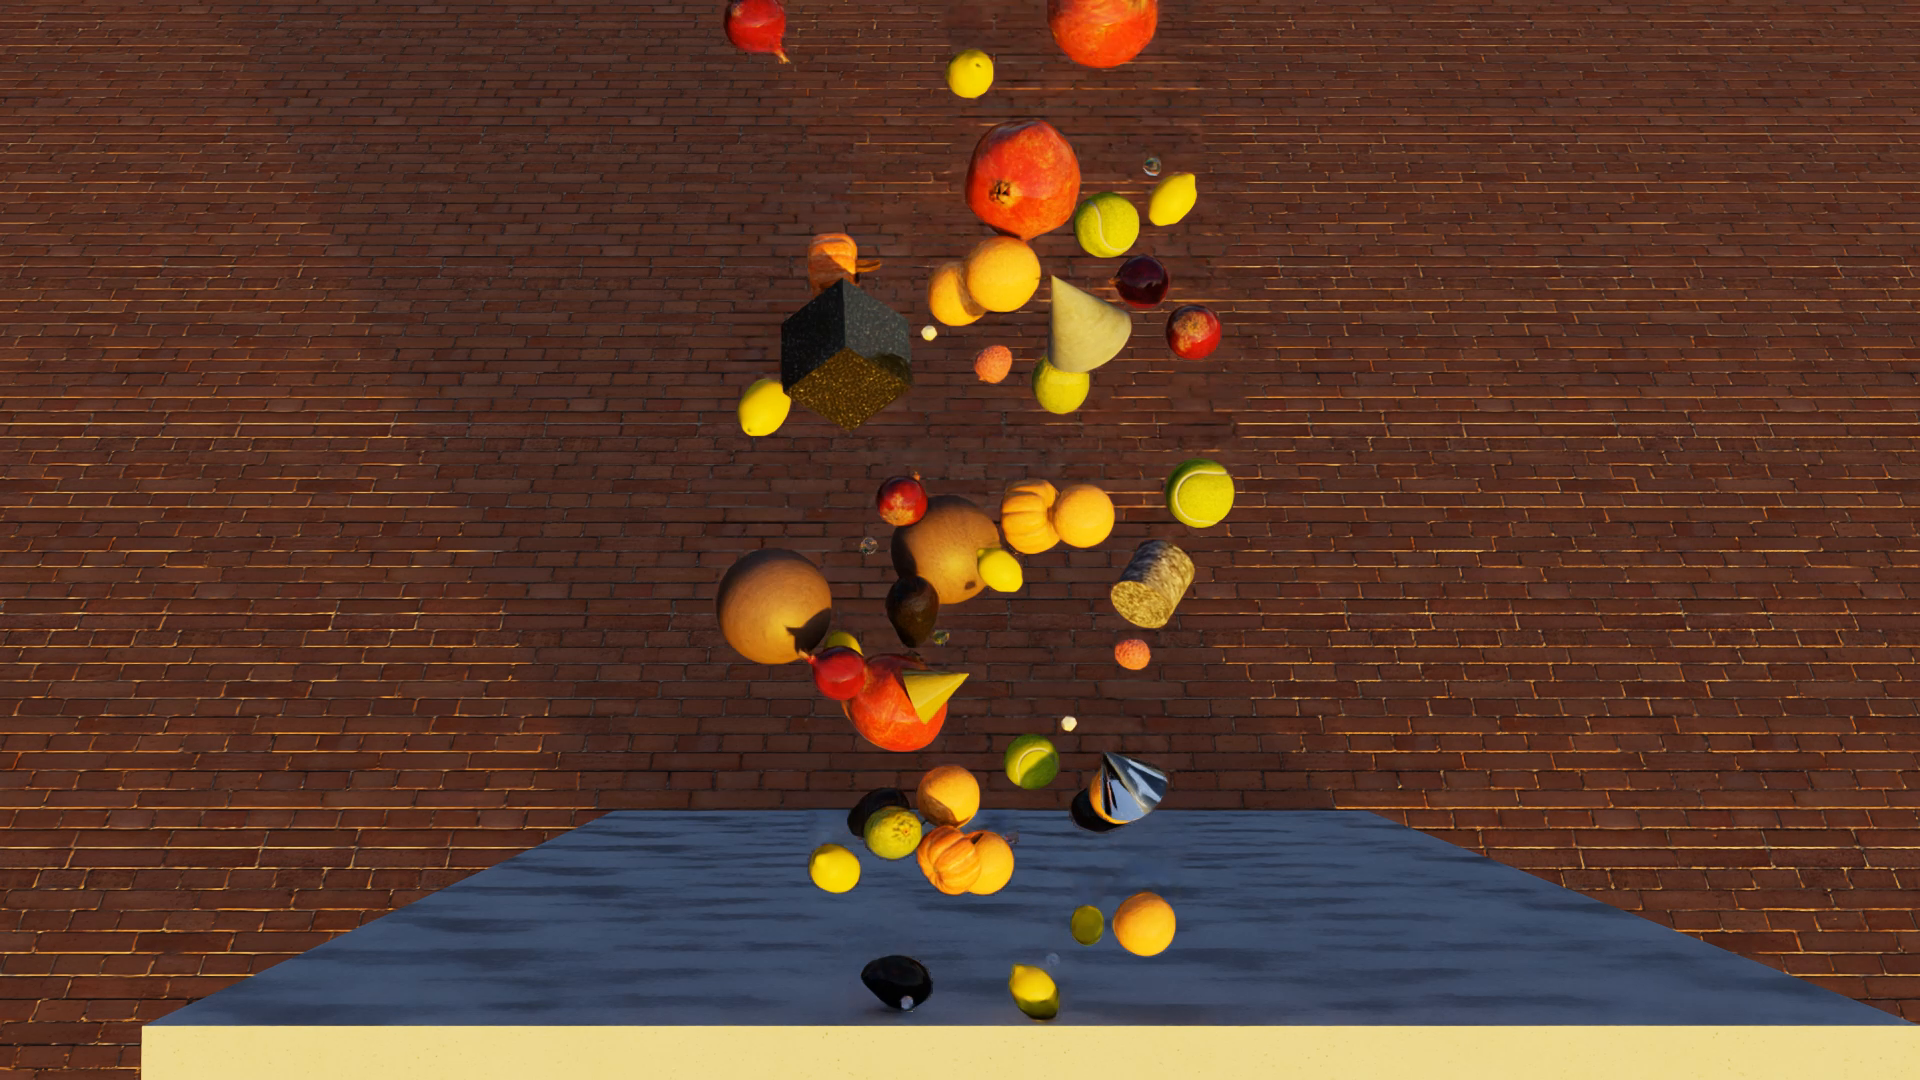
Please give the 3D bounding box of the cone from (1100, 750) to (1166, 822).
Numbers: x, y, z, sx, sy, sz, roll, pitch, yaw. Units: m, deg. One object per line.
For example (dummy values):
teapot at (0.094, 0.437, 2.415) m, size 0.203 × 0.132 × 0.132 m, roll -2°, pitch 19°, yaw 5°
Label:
cone at (0.177, 0.258, 2.916) m, size 0.082 × 0.082 × 0.082 m, roll -20°, pitch 43°, yaw 19°

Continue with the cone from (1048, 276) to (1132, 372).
cone at (0.105, -0.221, 2.469) m, size 0.088 × 0.088 × 0.088 m, roll -18°, pitch 43°, yaw 18°

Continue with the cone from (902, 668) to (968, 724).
cone at (-0.019, 0.157, 2.812) m, size 0.066 × 0.066 × 0.066 m, roll -22°, pitch 37°, yaw 6°

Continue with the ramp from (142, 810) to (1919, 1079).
ramp at (0.081, 0.683, 4.918) m, size 2.000 × 0.100 × 4.000 m, roll 0°, pitch -2°, yaw 0°

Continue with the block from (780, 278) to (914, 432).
block at (-0.116, -0.189, 2.659) m, size 0.093 × 0.093 × 0.093 m, roll 29°, pitch 41°, yaw -36°
